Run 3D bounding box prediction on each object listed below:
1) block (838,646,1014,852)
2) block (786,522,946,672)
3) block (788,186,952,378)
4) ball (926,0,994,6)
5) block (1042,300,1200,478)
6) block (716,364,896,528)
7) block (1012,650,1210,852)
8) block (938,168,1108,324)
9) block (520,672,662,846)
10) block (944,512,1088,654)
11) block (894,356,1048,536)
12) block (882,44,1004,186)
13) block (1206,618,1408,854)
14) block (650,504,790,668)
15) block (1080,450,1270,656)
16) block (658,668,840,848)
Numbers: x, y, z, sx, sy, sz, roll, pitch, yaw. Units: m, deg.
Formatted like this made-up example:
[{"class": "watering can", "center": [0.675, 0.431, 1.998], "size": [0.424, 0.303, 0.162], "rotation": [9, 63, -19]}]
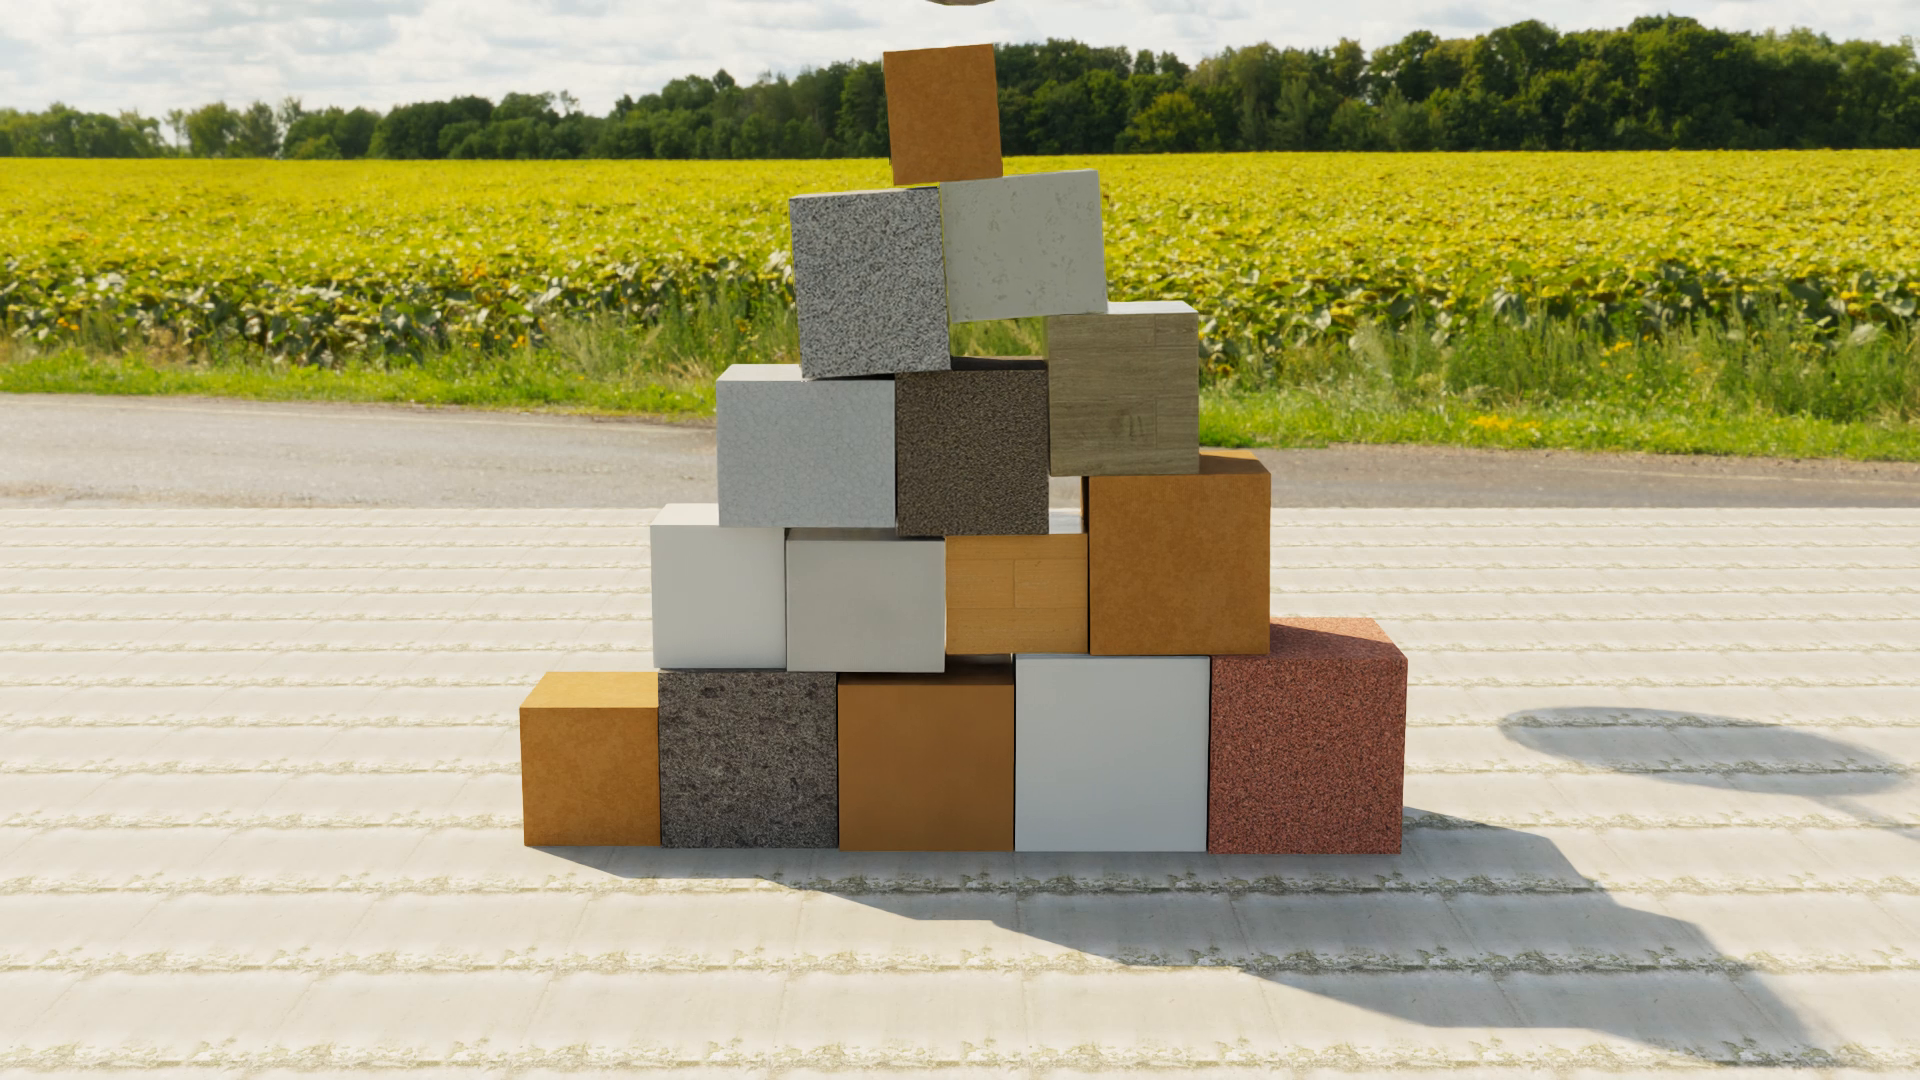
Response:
[{"class": "block", "center": [-0.168, 1.058, 11.361], "size": [0.871, 0.854, 0.886], "rotation": [0, 10, 0]}, {"class": "block", "center": [-0.466, 0.259, 11.233], "size": [0.780, 0.659, 0.787], "rotation": [0, 10, 0]}, {"class": "block", "center": [-0.431, -1.297, 10.939], "size": [0.719, 0.862, 0.811], "rotation": [-4, 10, 1]}, {"class": "ball", "center": [0.000, -4.592, 15.534], "size": [1.600, 1.600, 1.600], "rotation": [0, 10, 0]}, {"class": "block", "center": [0.795, -0.771, 11.042], "size": [0.726, 0.786, 0.767], "rotation": [-1, 10, 0]}, {"class": "block", "center": [-0.751, -0.488, 11.111], "size": [0.868, 0.722, 0.786], "rotation": [0, 10, 0]}, {"class": "block", "center": [0.754, 0.994, 11.341], "size": [0.954, 0.986, 0.869], "rotation": [0, 10, 0]}, {"class": "block", "center": [0.307, -1.470, 10.906], "size": [0.767, 0.672, 0.712], "rotation": [-4, 10, 1]}, {"class": "block", "center": [-1.852, 1.121, 11.388], "size": [0.690, 0.720, 0.747], "rotation": [0, 10, 0]}, {"class": "block", "center": [0.281, 0.209, 11.219], "size": [0.704, 0.603, 0.659], "rotation": [-1, 10, 0]}, {"class": "block", "center": [0.060, -0.487, 11.102], "size": [0.746, 0.812, 0.733], "rotation": [-1, 10, 0]}, {"class": "block", "center": [-0.079, -2.086, 10.809], "size": [0.528, 0.632, 0.608], "rotation": [-4, 10, 1]}, {"class": "block", "center": [1.719, 0.989, 11.341], "size": [0.956, 0.996, 0.966], "rotation": [0, 10, 0]}, {"class": "block", "center": [-1.199, 0.224, 11.236], "size": [0.663, 0.725, 0.647], "rotation": [0, 10, 0]}, {"class": "block", "center": [1.081, 0.053, 11.201], "size": [0.885, 0.901, 0.821], "rotation": [-1, 10, 0]}, {"class": "block", "center": [-1.055, 1.030, 11.366], "size": [0.884, 0.907, 0.817], "rotation": [0, 10, 0]}]
